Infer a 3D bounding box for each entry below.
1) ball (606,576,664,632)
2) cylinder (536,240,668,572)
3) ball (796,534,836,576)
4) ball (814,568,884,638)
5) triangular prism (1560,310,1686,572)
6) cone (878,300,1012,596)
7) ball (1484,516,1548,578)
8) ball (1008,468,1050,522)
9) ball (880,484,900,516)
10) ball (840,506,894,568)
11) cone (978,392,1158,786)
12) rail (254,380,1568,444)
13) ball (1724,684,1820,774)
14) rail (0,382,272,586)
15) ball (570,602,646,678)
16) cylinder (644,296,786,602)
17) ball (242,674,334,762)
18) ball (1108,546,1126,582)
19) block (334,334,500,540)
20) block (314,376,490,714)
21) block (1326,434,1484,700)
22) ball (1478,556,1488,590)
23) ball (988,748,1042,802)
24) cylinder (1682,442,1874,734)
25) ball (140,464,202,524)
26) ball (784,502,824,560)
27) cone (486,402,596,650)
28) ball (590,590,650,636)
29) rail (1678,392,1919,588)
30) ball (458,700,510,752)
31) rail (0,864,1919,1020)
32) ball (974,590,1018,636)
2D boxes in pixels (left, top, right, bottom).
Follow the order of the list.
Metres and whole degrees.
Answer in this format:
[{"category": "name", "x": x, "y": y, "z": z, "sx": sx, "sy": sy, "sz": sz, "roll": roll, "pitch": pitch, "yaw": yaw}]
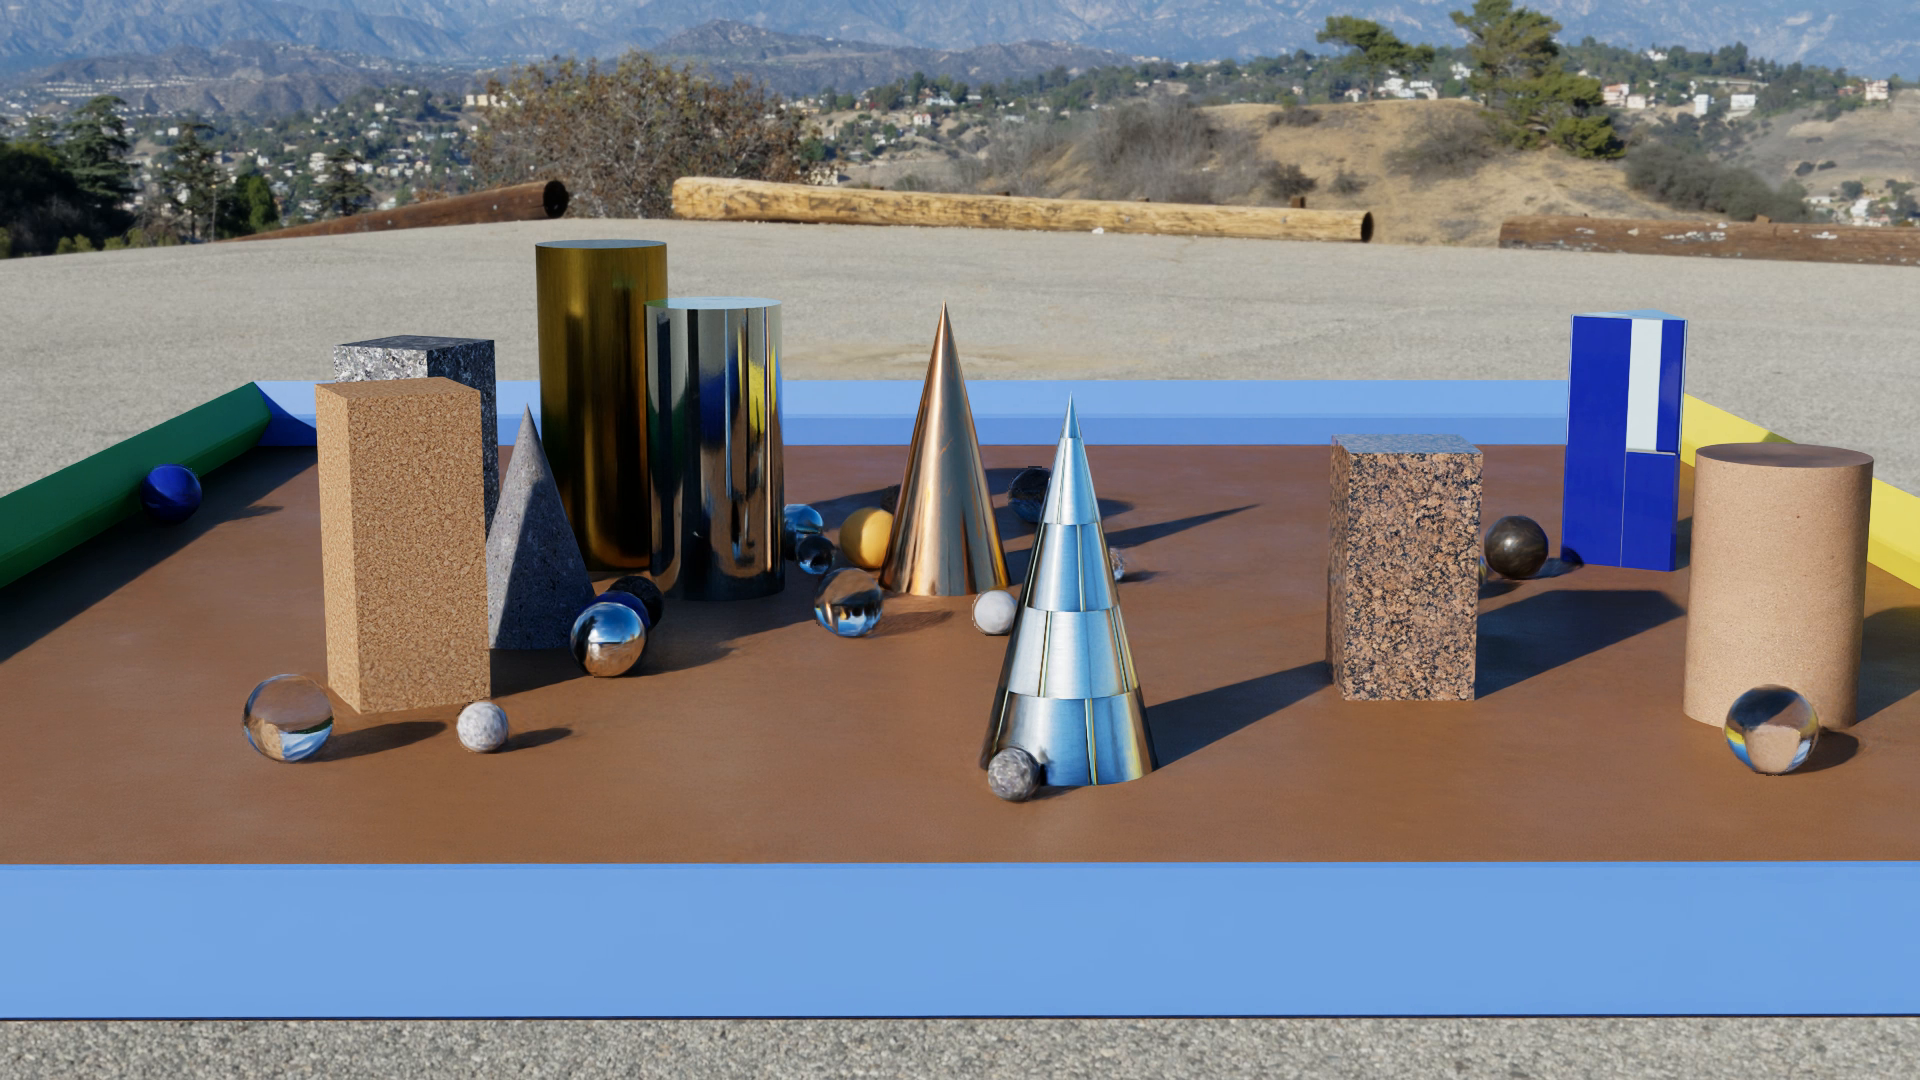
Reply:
[{"category": "ball", "x": -0.420, "y": 0.084, "z": 3.298, "sx": 0.077, "sy": 0.077, "sz": 0.077, "roll": 0, "pitch": 11, "yaw": 0}, {"category": "cylinder", "x": -0.521, "y": -0.201, "z": 3.765, "sx": 0.189, "sy": 0.466, "sz": 0.189, "roll": 0, "pitch": 11, "yaw": 0}, {"category": "ball", "x": -0.207, "y": 0.021, "z": 3.688, "sx": 0.058, "sy": 0.058, "sz": 0.058, "roll": 0, "pitch": 11, "yaw": 0}, {"category": "ball", "x": -0.142, "y": 0.080, "z": 3.287, "sx": 0.090, "sy": 0.090, "sz": 0.090, "roll": 0, "pitch": 11, "yaw": 0}, {"category": "triangular prism", "x": 0.995, "y": -0.152, "z": 3.783, "sx": 0.164, "sy": 0.365, "sz": 0.142, "roll": 6, "pitch": 12, "yaw": 29}, {"category": "cone", "x": -0.022, "y": -0.138, "z": 3.600, "sx": 0.189, "sy": 0.404, "sz": 0.189, "roll": 0, "pitch": 11, "yaw": 0}, {"category": "ball", "x": 0.793, "y": 0.010, "z": 3.660, "sx": 0.091, "sy": 0.091, "sz": 0.091, "roll": 0, "pitch": 11, "yaw": 0}, {"category": "ball", "x": 0.122, "y": -0.071, "z": 4.109, "sx": 0.087, "sy": 0.087, "sz": 0.087, "roll": 0, "pitch": 11, "yaw": 0}, {"category": "ball", "x": -0.081, "y": -0.045, "z": 3.970, "sx": 0.086, "sy": 0.086, "sz": 0.086, "roll": 0, "pitch": 11, "yaw": 0}, {"category": "ball", "x": -0.129, "y": -0.004, "z": 3.733, "sx": 0.091, "sy": 0.091, "sz": 0.091, "roll": 0, "pitch": 11, "yaw": 0}, {"category": "cone", "x": 0.114, "y": 0.040, "z": 2.670, "sx": 0.189, "sy": 0.393, "sz": 0.189, "roll": 0, "pitch": 11, "yaw": 0}, {"category": "rail", "x": -0.009, "y": -0.241, "z": 4.910, "sx": 2.693, "sy": 0.123, "sz": 0.045, "roll": 0, "pitch": 11, "yaw": 0}, {"category": "ball", "x": 0.841, "y": 0.196, "z": 2.657, "sx": 0.093, "sy": 0.093, "sz": 0.093, "roll": 0, "pitch": 11, "yaw": 0}, {"category": "rail", "x": -1.323, "y": 0.033, "z": 3.442, "sx": 0.045, "sy": 0.123, "sz": 3.019, "roll": 0, "pitch": 11, "yaw": 0}, {"category": "ball", "x": -0.421, "y": 0.119, "z": 3.074, "sx": 0.091, "sy": 0.091, "sz": 0.091, "roll": 0, "pitch": 11, "yaw": 0}, {"category": "cylinder", "x": -0.340, "y": -0.130, "z": 3.565, "sx": 0.189, "sy": 0.400, "sz": 0.189, "roll": 0, "pitch": 11, "yaw": 0}, {"category": "ball", "x": -0.707, "y": 0.187, "z": 2.701, "sx": 0.093, "sy": 0.093, "sz": 0.093, "roll": 0, "pitch": 11, "yaw": 0}, {"category": "ball", "x": 0.208, "y": 0.036, "z": 3.623, "sx": 0.053, "sy": 0.053, "sz": 0.053, "roll": 0, "pitch": 11, "yaw": 0}, {"category": "block", "x": -0.734, "y": -0.092, "z": 3.485, "sx": 0.152, "sy": 0.354, "sz": 0.152, "roll": 5, "pitch": 12, "yaw": 25}, {"category": "block", "x": -0.644, "y": 0.002, "z": 2.967, "sx": 0.152, "sy": 0.360, "sz": 0.152, "roll": -5, "pitch": 12, "yaw": -27}, {"category": "block", "x": 0.519, "y": 0.029, "z": 3.014, "sx": 0.152, "sy": 0.289, "sz": 0.152, "roll": 0, "pitch": 11, "yaw": 0}, {"category": "ball", "x": 0.687, "y": 0.044, "z": 3.525, "sx": 0.073, "sy": 0.073, "sz": 0.073, "roll": 0, "pitch": 11, "yaw": 0}, {"category": "ball", "x": 0.054, "y": 0.234, "z": 2.559, "sx": 0.053, "sy": 0.053, "sz": 0.053, "roll": 0, "pitch": 11, "yaw": 0}, {"category": "cylinder", "x": 0.916, "y": 0.051, "z": 2.878, "sx": 0.189, "sy": 0.296, "sz": 0.189, "roll": 0, "pitch": 11, "yaw": 0}, {"category": "ball", "x": -1.258, "y": -0.072, "z": 4.091, "sx": 0.095, "sy": 0.095, "sz": 0.095, "roll": 0, "pitch": 11, "yaw": 0}, {"category": "ball", "x": -0.242, "y": -0.012, "z": 3.792, "sx": 0.085, "sy": 0.085, "sz": 0.085, "roll": 0, "pitch": 11, "yaw": 0}, {"category": "cone", "x": -0.550, "y": -0.028, "z": 3.288, "sx": 0.189, "sy": 0.301, "sz": 0.189, "roll": 0, "pitch": 11, "yaw": 0}, {"category": "ball", "x": -0.426, "y": 0.103, "z": 3.187, "sx": 0.081, "sy": 0.081, "sz": 0.081, "roll": 0, "pitch": 11, "yaw": 0}, {"category": "rail", "x": 1.323, "y": 0.030, "z": 3.457, "sx": 0.045, "sy": 0.123, "sz": 3.019, "roll": 0, "pitch": 11, "yaw": 0}, {"category": "ball", "x": -0.509, "y": 0.199, "z": 2.740, "sx": 0.055, "sy": 0.055, "sz": 0.055, "roll": 0, "pitch": 11, "yaw": 0}, {"category": "rail", "x": 0.009, "y": 0.304, "z": 1.989, "sx": 2.693, "sy": 0.123, "sz": 0.045, "roll": 0, "pitch": 11, "yaw": 0}, {"category": "ball", "x": 0.048, "y": 0.093, "z": 3.299, "sx": 0.059, "sy": 0.059, "sz": 0.059, "roll": 0, "pitch": 11, "yaw": 0}]
